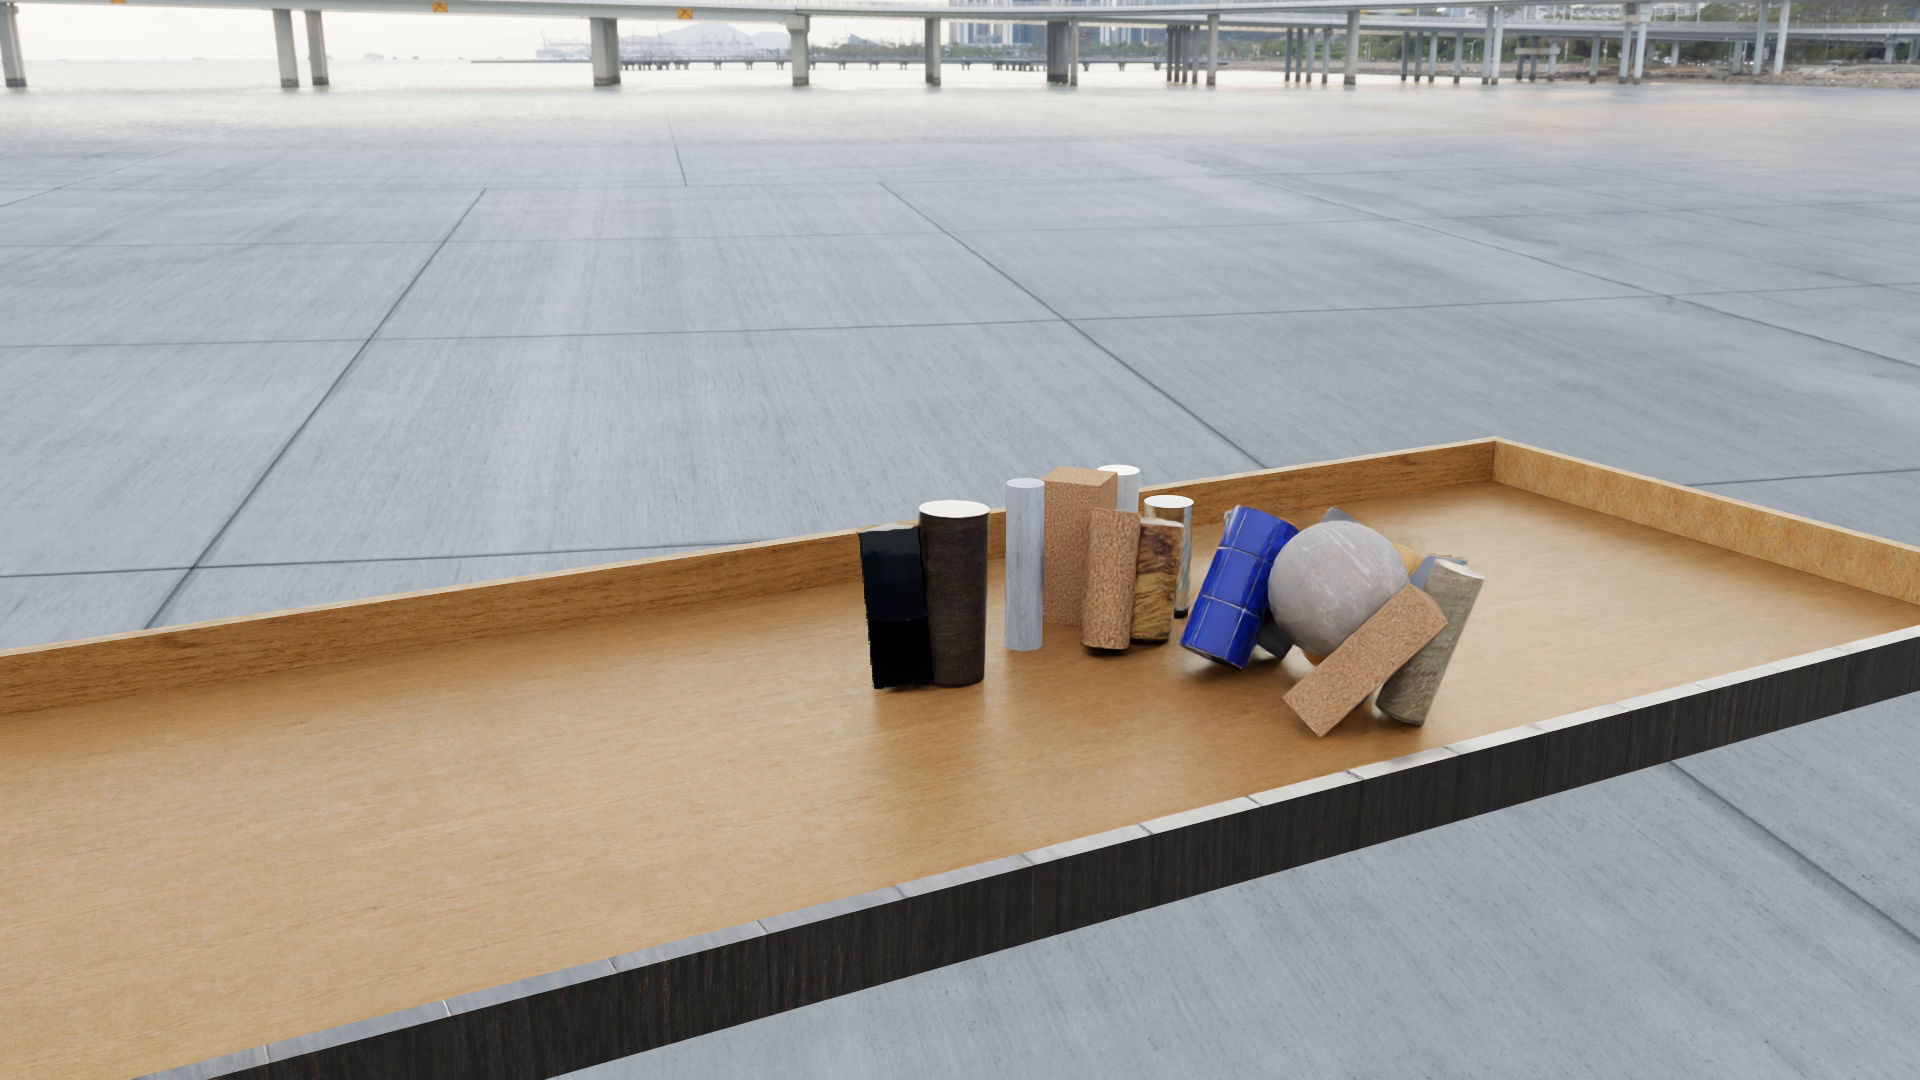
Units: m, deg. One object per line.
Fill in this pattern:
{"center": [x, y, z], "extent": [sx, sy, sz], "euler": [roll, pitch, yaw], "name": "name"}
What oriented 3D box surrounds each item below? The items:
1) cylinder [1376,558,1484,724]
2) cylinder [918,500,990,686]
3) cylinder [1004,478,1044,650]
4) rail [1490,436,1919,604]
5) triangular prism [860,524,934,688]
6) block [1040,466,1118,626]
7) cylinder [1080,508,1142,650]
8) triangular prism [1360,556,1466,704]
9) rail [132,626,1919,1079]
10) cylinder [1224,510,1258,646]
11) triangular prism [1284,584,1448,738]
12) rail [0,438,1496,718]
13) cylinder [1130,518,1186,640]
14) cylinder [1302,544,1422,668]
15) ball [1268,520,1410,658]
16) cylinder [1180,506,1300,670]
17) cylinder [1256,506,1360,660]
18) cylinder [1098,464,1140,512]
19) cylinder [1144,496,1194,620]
{"center": [1.095, 0.238, 3.852], "extent": [0.118, 0.372, 0.118], "euler": [18, 13, -4], "name": "cylinder"}
{"center": [-0.020, 0.132, 4.124], "extent": [0.175, 0.434, 0.175], "euler": [1, 15, 0], "name": "cylinder"}
{"center": [0.170, 0.065, 4.344], "extent": [0.100, 0.445, 0.100], "euler": [0, 16, 0], "name": "cylinder"}
{"center": [2.466, -0.048, 5.253], "extent": [0.050, 0.150, 2.100], "euler": [-9, 18, -27], "name": "rail"}
{"center": [-0.157, 0.158, 4.101], "extent": [0.146, 0.390, 0.126], "euler": [-5, 8, -1], "name": "triangular prism"}
{"center": [0.326, 0.017, 4.579], "extent": [0.171, 0.404, 0.171], "euler": [7, 18, 21], "name": "block"}
{"center": [0.397, 0.102, 4.339], "extent": [0.127, 0.357, 0.127], "euler": [5, 2, 0], "name": "cylinder"}
{"center": [1.099, 0.205, 4.058], "extent": [0.456, 0.111, 0.096], "euler": [-43, 0, -27], "name": "triangular prism"}
{"center": [-2.336, 1.006, 1.665], "extent": [12.000, 0.150, 0.050], "euler": [-9, 18, -27], "name": "rail"}
{"center": [0.747, 0.100, 4.371], "extent": [0.106, 0.349, 0.106], "euler": [2, 5, 0], "name": "cylinder"}
{"center": [0.938, 0.273, 3.795], "extent": [0.124, 0.394, 0.107], "euler": [48, 19, 11], "name": "triangular prism"}
{"center": [-3.305, 0.497, 3.399], "extent": [12.000, 0.150, 0.050], "euler": [-9, 18, -27], "name": "rail"}
{"center": [0.513, 0.104, 4.419], "extent": [0.142, 0.308, 0.142], "euler": [6, 8, -1], "name": "cylinder"}
{"center": [1.031, 0.177, 4.204], "extent": [0.372, 0.120, 0.120], "euler": [-45, 36, -20], "name": "cylinder"}
{"center": [0.907, 0.120, 3.956], "extent": [0.333, 0.333, 0.333], "euler": [0, 16, 0], "name": "ball"}
{"center": [0.710, 0.123, 4.196], "extent": [0.177, 0.381, 0.177], "euler": [23, -5, 2], "name": "cylinder"}
{"center": [0.898, 0.113, 4.274], "extent": [0.129, 0.399, 0.129], "euler": [36, 1, -1], "name": "cylinder"}
{"center": [0.462, -0.036, 4.853], "extent": [0.122, 0.351, 0.122], "euler": [0, 16, 0], "name": "cylinder"}
{"center": [0.579, 0.048, 4.616], "extent": [0.135, 0.324, 0.135], "euler": [0, 16, 0], "name": "cylinder"}
